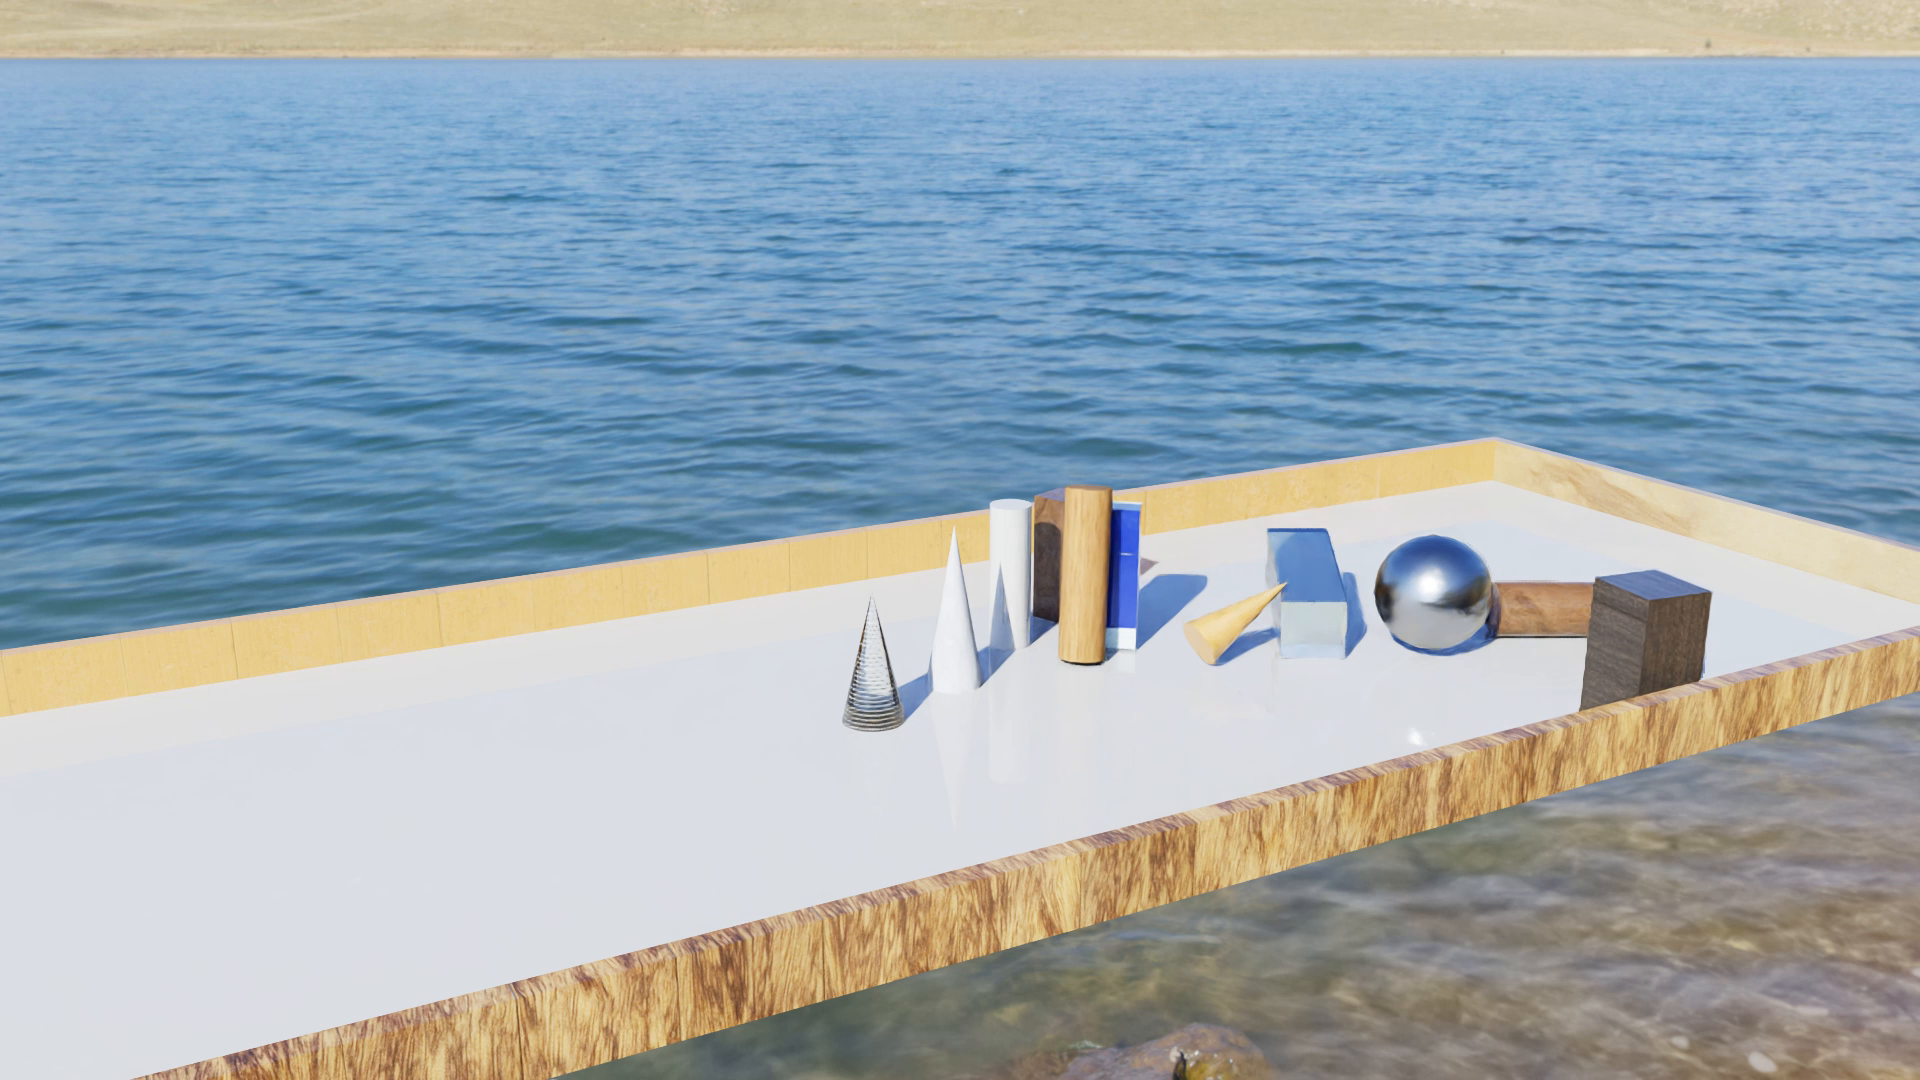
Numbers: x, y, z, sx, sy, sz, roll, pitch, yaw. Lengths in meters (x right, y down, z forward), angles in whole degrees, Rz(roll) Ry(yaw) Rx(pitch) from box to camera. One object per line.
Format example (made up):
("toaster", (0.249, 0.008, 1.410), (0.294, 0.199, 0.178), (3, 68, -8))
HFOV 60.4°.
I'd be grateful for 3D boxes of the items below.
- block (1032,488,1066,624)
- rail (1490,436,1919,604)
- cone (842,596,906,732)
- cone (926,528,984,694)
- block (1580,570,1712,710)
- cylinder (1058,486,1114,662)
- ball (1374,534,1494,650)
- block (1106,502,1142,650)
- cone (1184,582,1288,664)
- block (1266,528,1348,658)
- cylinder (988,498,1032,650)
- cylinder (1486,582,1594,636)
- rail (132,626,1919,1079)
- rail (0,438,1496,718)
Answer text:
("block", (0.287, 0.044, 4.584), (0.117, 0.350, 0.117), (14, 22, 40))
("rail", (2.466, -0.048, 5.253), (0.050, 0.150, 2.100), (-9, 18, -27))
("cone", (-0.204, 0.272, 3.863), (0.152, 0.320, 0.152), (0, 16, 0))
("cone", (-0.014, 0.160, 4.078), (0.143, 0.413, 0.143), (0, 16, 0))
("block", (1.583, 0.269, 3.816), (0.177, 0.351, 0.177), (-6, 17, -19))
("cylinder", (0.323, 0.086, 4.251), (0.123, 0.444, 0.123), (2, 8, 0))
("ball", (1.231, 0.136, 4.291), (0.299, 0.299, 0.299), (0, 16, 0))
("block", (0.417, 0.092, 4.368), (0.112, 0.373, 0.112), (3, 12, 9))
("cone", (0.735, 0.186, 4.259), (0.302, 0.127, 0.127), (-33, 26, -14))
("block", (0.932, 0.137, 4.462), (0.165, 0.165, 0.448), (-1, 25, 5))
("cylinder", (0.133, 0.092, 4.359), (0.110, 0.385, 0.110), (0, 16, 0))
("cylinder", (1.608, 0.186, 4.459), (0.333, 0.148, 0.148), (0, 16, 1))
("rail", (-2.336, 1.006, 1.665), (12.000, 0.150, 0.050), (-9, 18, -27))
("rail", (-3.305, 0.497, 3.399), (12.000, 0.150, 0.050), (-9, 18, -27))
